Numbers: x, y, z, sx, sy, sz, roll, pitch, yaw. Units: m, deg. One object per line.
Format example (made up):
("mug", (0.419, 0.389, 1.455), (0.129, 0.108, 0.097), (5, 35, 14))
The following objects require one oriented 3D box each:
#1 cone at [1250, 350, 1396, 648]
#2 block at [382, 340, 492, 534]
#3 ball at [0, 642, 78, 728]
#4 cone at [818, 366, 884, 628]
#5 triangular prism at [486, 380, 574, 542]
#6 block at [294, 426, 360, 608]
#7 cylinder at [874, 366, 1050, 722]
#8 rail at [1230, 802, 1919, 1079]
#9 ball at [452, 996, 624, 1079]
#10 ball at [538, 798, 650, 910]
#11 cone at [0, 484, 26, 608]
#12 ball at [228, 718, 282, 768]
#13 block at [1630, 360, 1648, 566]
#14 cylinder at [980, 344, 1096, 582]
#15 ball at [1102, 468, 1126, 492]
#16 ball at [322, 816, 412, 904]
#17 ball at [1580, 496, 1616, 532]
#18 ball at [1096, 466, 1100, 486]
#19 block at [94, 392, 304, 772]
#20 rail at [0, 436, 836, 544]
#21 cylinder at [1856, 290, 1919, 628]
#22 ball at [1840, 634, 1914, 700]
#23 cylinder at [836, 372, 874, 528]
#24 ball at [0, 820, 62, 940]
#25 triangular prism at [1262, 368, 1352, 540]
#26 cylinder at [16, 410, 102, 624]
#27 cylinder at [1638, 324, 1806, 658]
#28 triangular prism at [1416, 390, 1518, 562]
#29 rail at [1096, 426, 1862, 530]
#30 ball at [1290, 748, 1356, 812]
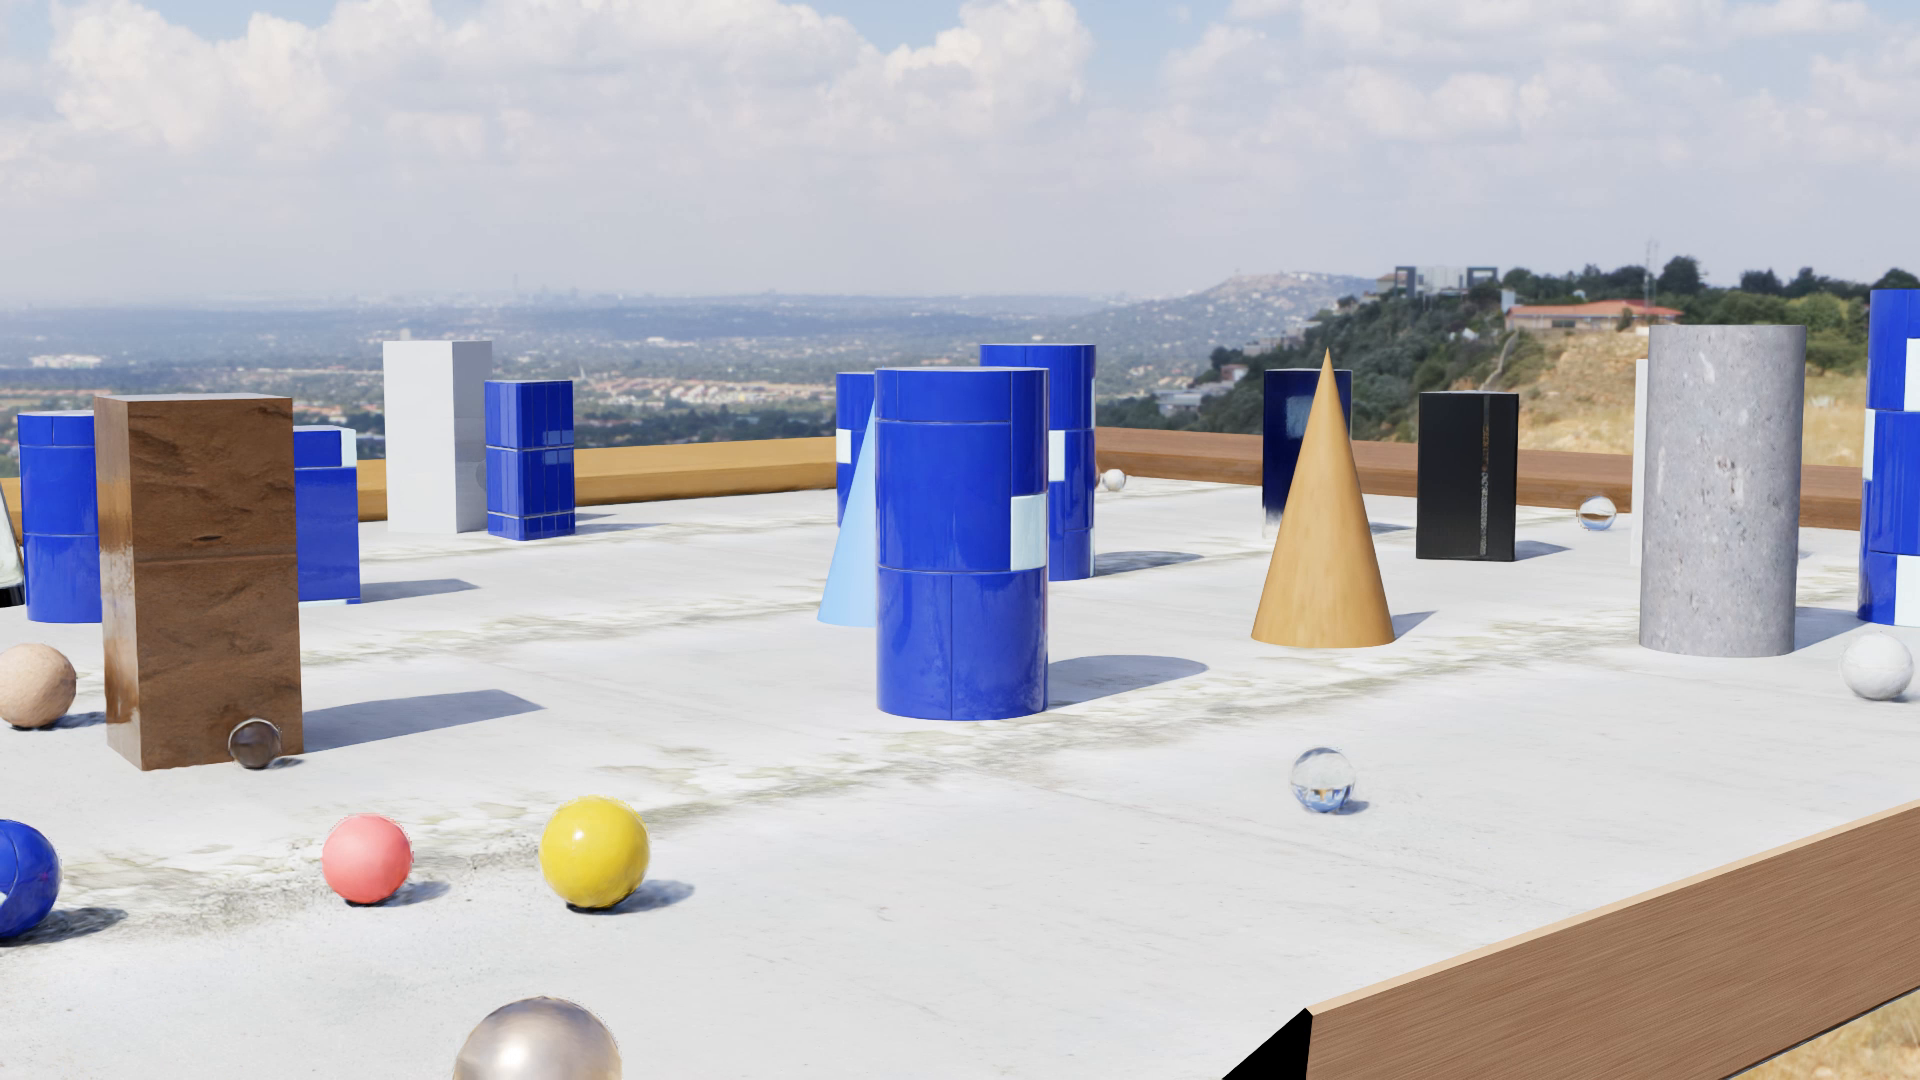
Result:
("cone", (0.494, -0.064, 2.976), (0.195, 0.395, 0.195), (0, 6, 0))
("block", (-1.054, -0.212, 4.461), (0.156, 0.382, 0.156), (2, 6, 18))
("ball", (-0.992, 0.155, 2.350), (0.091, 0.091, 0.091), (0, 6, 0))
("cone", (-0.110, -0.069, 3.167), (0.195, 0.366, 0.195), (0, 6, 0))
("triangular prism", (-0.830, -0.161, 4.333), (0.146, 0.306, 0.169), (-4, 7, -33))
("block", (-1.016, -0.038, 3.356), (0.156, 0.264, 0.156), (-3, 7, -29))
("cylinder", (0.002, -0.002, 2.464), (0.195, 0.379, 0.195), (0, 6, 0))
("rail", (1.223, 0.171, 2.014), (4.167, 0.127, 0.045), (-5, 8, -42))
("ball", (-0.220, 0.283, 1.146), (0.088, 0.088, 0.088), (0, 6, 0))
("ball", (-0.272, 0.234, 1.640), (0.082, 0.082, 0.082), (0, 6, 0))
("cone", (-1.514, -0.120, 3.325), (0.195, 0.434, 0.195), (0, 6, 0))
("ball", (-0.687, 0.198, 2.142), (0.049, 0.049, 0.049), (0, 6, 0))
("block", (1.277, -0.131, 3.795), (0.156, 0.359, 0.156), (-3, 6, -23))
("cylinder", (0.129, -0.134, 3.686), (0.195, 0.387, 0.195), (0, 6, 0))
("ball", (0.377, -0.145, 5.375), (0.057, 0.057, 0.057), (0, 6, 0))
("ball", (-0.447, 0.240, 1.655), (0.066, 0.066, 0.066), (0, 6, 0))
("ball", (1.282, -0.053, 4.419), (0.072, 0.072, 0.072), (0, 6, 0))
("ball", (0.301, -0.155, 5.349), (0.082, 0.082, 0.082), (0, 6, 0))
("block", (-0.768, 0.035, 2.215), (0.156, 0.358, 0.156), (-4, 7, -32))
("rail", (-1.223, -0.105, 4.650), (4.167, 0.127, 0.045), (-5, 8, -42))
("cylinder", (1.395, -0.120, 3.140), (0.195, 0.473, 0.195), (0, 6, 0))
("ball", (1.047, 0.145, 2.510), (0.077, 0.077, 0.077), (0, 6, 0))
("cylinder", (-0.157, -0.185, 4.518), (0.195, 0.316, 0.195), (0, 6, 0))
("ball", (-0.683, 0.241, 1.559), (0.085, 0.085, 0.085), (0, 6, 0))
("triangular prism", (0.673, -0.172, 4.330), (0.169, 0.328, 0.146), (0, 6, 0))
("cylinder", (-1.264, -0.038, 3.210), (0.195, 0.295, 0.195), (0, 6, 0))
("cylinder", (1.002, -0.070, 2.896), (0.195, 0.424, 0.195), (0, 6, 0))
("triangular prism", (0.919, -0.119, 3.970), (0.169, 0.298, 0.146), (2, 6, 16))
("rail", (1.514, -0.113, 4.721), (0.045, 0.127, 3.655), (-5, 8, -42))
("ball", (0.322, 0.213, 1.954), (0.058, 0.058, 0.058), (0, 6, 0))
